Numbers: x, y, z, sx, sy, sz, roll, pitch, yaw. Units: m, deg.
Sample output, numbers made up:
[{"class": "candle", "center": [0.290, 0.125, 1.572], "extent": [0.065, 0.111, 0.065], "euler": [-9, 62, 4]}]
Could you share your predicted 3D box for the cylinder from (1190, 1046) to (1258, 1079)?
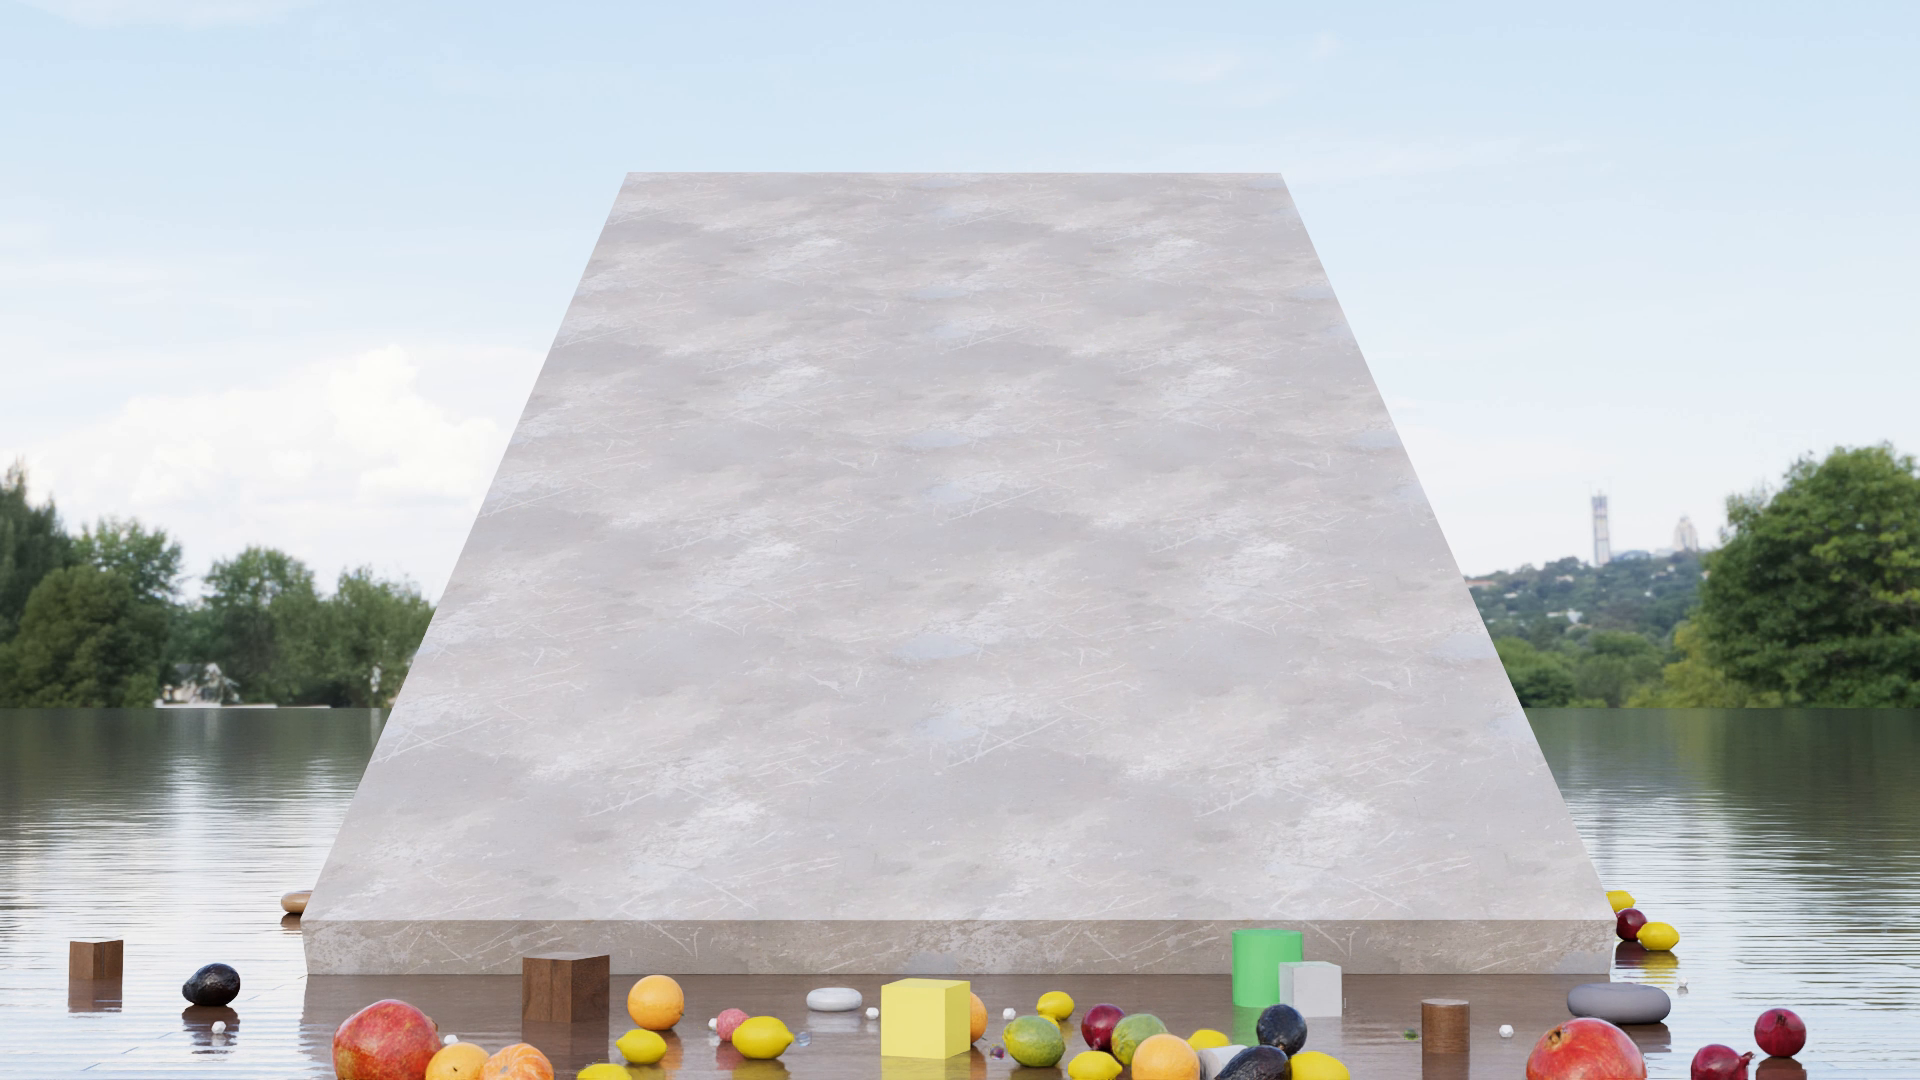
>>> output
[{"class": "cylinder", "center": [0.281, 0.565, 2.493], "extent": [0.052, 0.052, 0.052], "euler": [11, -10, -39]}]

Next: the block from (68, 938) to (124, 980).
[{"class": "block", "center": [-1.317, 0.638, 3.573], "extent": [0.055, 0.055, 0.055], "euler": [-2, -5, 31]}]

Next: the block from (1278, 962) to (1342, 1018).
[{"class": "block", "center": [0.470, 0.603, 3.150], "extent": [0.065, 0.065, 0.065], "euler": [1, -4, -10]}]

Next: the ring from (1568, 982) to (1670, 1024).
[{"class": "ring", "center": [0.868, 0.610, 3.089], "extent": [0.133, 0.044, 0.133], "euler": [0, -5, 0]}]

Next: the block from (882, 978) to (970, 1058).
[{"class": "block", "center": [-0.040, 0.572, 2.804], "extent": [0.081, 0.081, 0.081], "euler": [-2, -4, 22]}]

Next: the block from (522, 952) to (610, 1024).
[{"class": "block", "center": [-0.523, 0.593, 3.111], "extent": [0.081, 0.081, 0.081], "euler": [-2, -4, 29]}]

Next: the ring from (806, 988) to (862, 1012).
[{"class": "ring", "center": [-0.171, 0.627, 3.196], "extent": [0.077, 0.026, 0.077], "euler": [0, -3, 0]}]

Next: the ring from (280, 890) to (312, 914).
[{"class": "ring", "center": [-1.286, 0.720, 4.664], "extent": [0.127, 0.042, 0.127], "euler": [1, -5, 0]}]

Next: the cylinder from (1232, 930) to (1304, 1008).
[{"class": "cylinder", "center": [0.427, 0.595, 3.257], "extent": [0.098, 0.098, 0.098], "euler": [0, -4, 0]}]

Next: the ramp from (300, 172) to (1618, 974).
[{"class": "ramp", "center": [-0.009, -0.229, 5.389], "extent": [2.000, 0.100, 4.000], "euler": [0, 25, 0]}]

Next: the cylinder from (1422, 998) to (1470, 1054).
[{"class": "cylinder", "center": [0.585, 0.585, 2.825], "extent": [0.057, 0.057, 0.057], "euler": [0, -4, 0]}]
